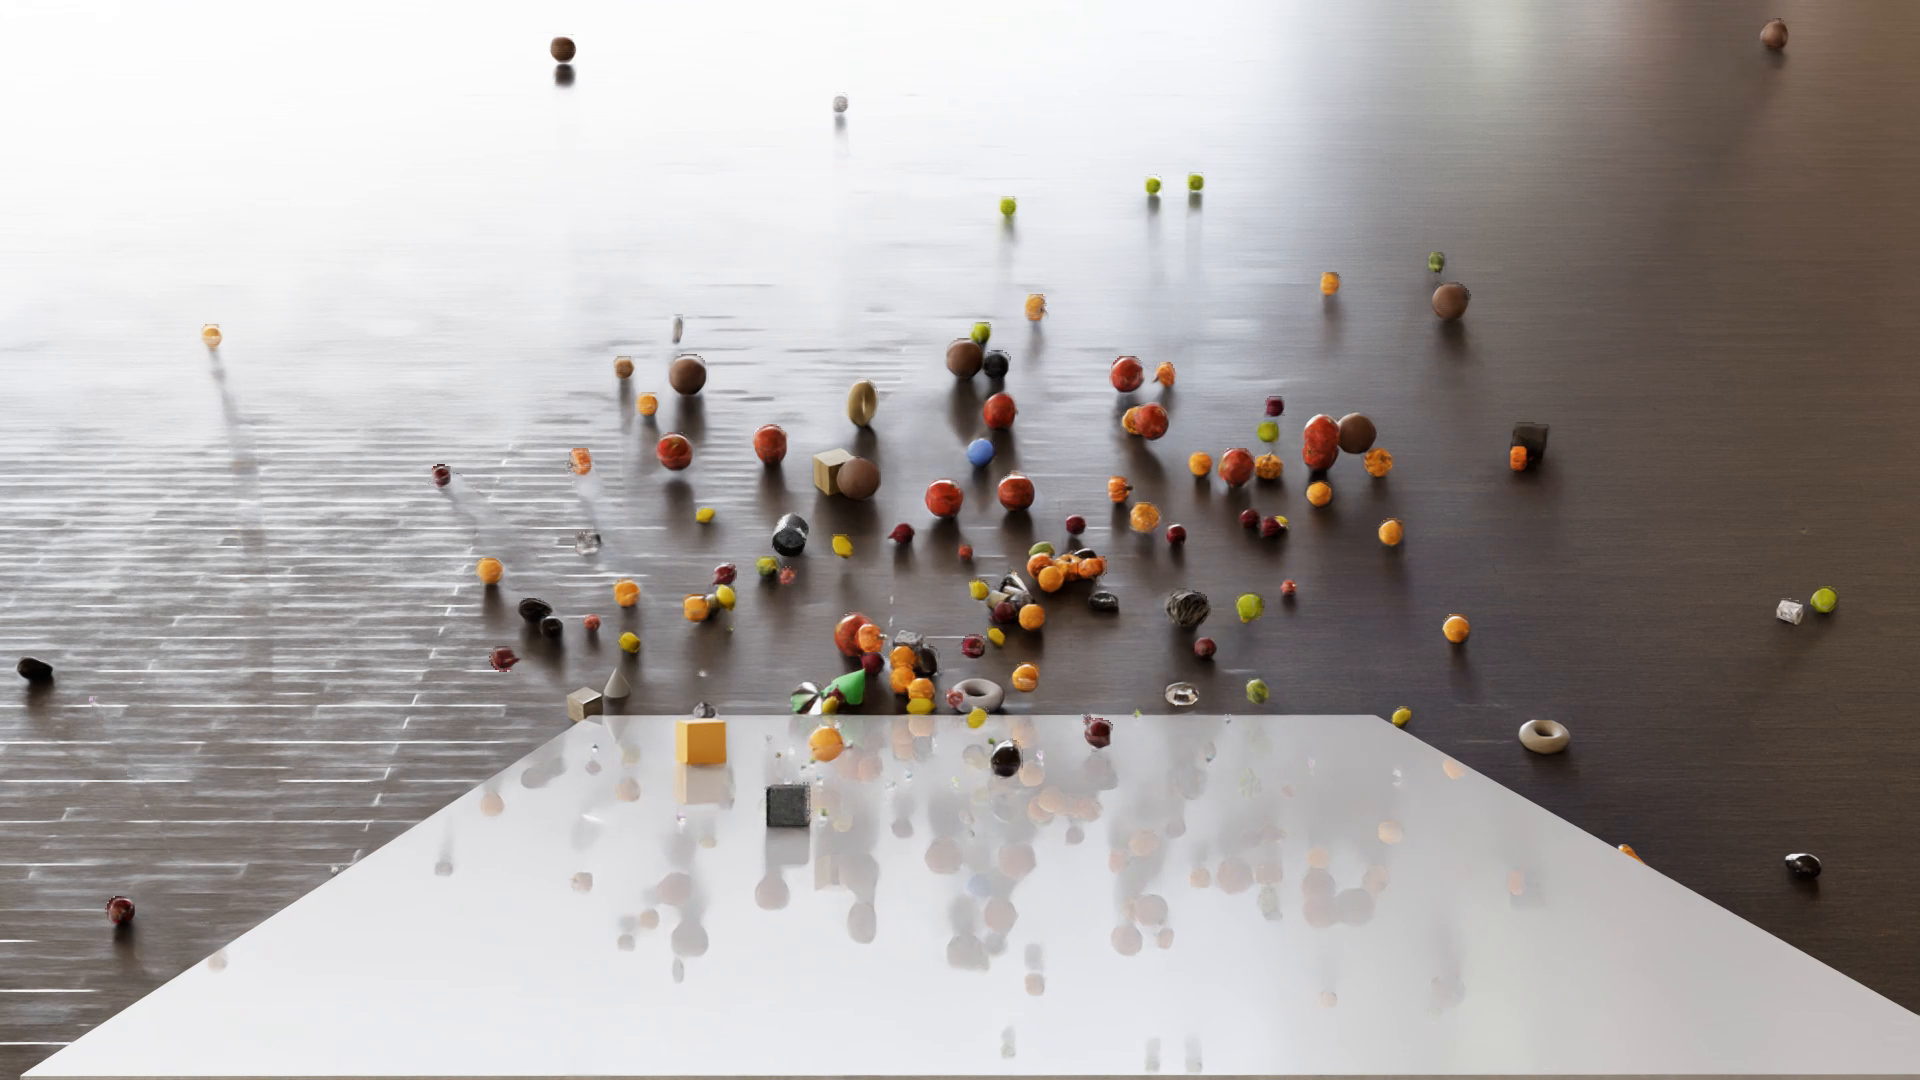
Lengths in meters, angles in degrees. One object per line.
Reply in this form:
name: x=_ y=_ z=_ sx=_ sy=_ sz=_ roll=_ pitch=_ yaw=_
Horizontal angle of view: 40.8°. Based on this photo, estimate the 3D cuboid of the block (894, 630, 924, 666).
block: x=-0.141 y=0.293 z=7.015 sx=0.064 sy=0.064 sz=0.064 roll=8 pitch=28 yaw=16

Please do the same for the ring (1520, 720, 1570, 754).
ring: x=1.499 y=0.504 z=6.614 sx=0.130 sy=0.043 sz=0.130 roll=1 pitch=28 yaw=0

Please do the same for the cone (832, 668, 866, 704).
cone: x=-0.273 y=0.368 z=6.790 sx=0.094 sy=0.094 sz=0.094 roll=25 pitch=35 yaw=-19

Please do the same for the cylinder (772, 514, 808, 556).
cylinder: x=-0.499 y=-0.013 z=7.599 sx=0.093 sy=0.093 sz=0.093 roll=2 pitch=26 yaw=4

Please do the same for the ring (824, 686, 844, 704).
ring: x=-0.326 y=0.408 z=6.827 sx=0.077 sy=0.026 sz=0.077 roll=0 pitch=28 yaw=0

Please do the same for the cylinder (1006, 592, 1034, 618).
cylinder: x=0.169 y=0.182 z=7.243 sx=0.061 sy=0.061 sz=0.061 roll=13 pitch=23 yaw=25

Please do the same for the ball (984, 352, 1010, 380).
ball: x=0.123 y=-0.592 z=8.771 sx=0.090 sy=0.090 sz=0.090 roll=0 pitch=26 yaw=0

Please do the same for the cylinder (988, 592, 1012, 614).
cylinder: x=0.113 y=0.176 z=7.265 sx=0.052 sy=0.052 sz=0.052 roll=18 pitch=31 yaw=31

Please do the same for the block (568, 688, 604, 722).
block: x=-0.977 y=0.433 z=6.732 sx=0.065 sy=0.065 sz=0.065 roll=22 pitch=34 yaw=37

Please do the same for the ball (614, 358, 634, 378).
ball: x=-1.144 y=-0.586 z=8.782 sx=0.069 sy=0.069 sz=0.069 roll=0 pitch=26 yaw=0

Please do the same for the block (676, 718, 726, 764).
block: x=-0.552 y=0.428 z=5.492 sx=0.085 sy=0.085 sz=0.085 roll=-1 pitch=1 yaw=-22

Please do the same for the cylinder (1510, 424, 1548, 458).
cylinder: x=1.810 y=-0.315 z=8.202 sx=0.099 sy=0.099 sz=0.099 roll=9 pitch=28 yaw=17

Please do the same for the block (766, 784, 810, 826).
block: x=-0.297 y=0.459 z=4.471 sx=0.066 sy=0.066 sz=0.066 roll=0 pitch=1 yaw=6

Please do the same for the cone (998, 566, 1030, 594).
cone: x=0.164 y=0.136 z=7.360 sx=0.089 sy=0.089 sz=0.089 roll=29 pitch=28 yaw=-3

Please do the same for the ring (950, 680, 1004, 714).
ring: x=0.045 y=0.413 z=6.793 sx=0.143 sy=0.048 sz=0.143 roll=1 pitch=27 yaw=0

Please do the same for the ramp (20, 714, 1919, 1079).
ramp: x=0.060 y=0.540 z=4.576 sx=2.000 sy=0.100 sz=4.000 roll=0 pitch=1 yaw=0

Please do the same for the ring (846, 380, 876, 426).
ring: x=-0.321 y=-0.445 z=8.413 sx=0.049 sy=0.148 sz=0.148 roll=8 pitch=27 yaw=26

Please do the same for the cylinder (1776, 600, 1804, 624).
cylinder: x=2.320 y=0.201 z=7.211 sx=0.054 sy=0.054 sz=0.054 roll=19 pitch=32 yaw=35

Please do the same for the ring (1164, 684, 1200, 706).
ring: x=0.586 y=0.407 z=6.823 sx=0.092 sy=0.031 sz=0.092 roll=1 pitch=25 yaw=0

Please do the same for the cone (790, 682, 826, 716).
cone: x=-0.378 y=0.410 z=6.700 sx=0.096 sy=0.096 sz=0.096 roll=-13 pitch=-7 yaw=-25

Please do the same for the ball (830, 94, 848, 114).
ball: x=-0.536 y=-1.944 z=11.507 sx=0.083 sy=0.083 sz=0.083 roll=0 pitch=26 yaw=0

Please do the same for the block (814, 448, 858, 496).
block: x=-0.387 y=-0.212 z=7.995 sx=0.099 sy=0.099 sz=0.099 roll=-15 pitch=30 yaw=-28

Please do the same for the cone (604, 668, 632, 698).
cone: x=-0.911 y=0.368 z=6.852 sx=0.074 sy=0.074 sz=0.074 roll=0 pitch=26 yaw=0

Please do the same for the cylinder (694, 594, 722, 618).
cylinder: x=-0.707 y=0.187 z=7.243 sx=0.052 sy=0.052 sz=0.052 roll=19 pitch=32 yaw=33

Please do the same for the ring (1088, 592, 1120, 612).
ring: x=0.406 y=0.174 z=7.296 sx=0.087 sy=0.029 sz=0.087 roll=1 pitch=26 yaw=0

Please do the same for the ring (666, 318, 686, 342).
ring: x=-0.997 y=-0.738 z=9.056 sx=0.032 sy=0.097 sz=0.097 roll=34 pitch=34 yaw=6

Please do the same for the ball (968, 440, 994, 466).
ball: x=0.066 y=-0.276 z=8.138 sx=0.085 sy=0.085 sz=0.085 roll=0 pitch=26 yaw=0
